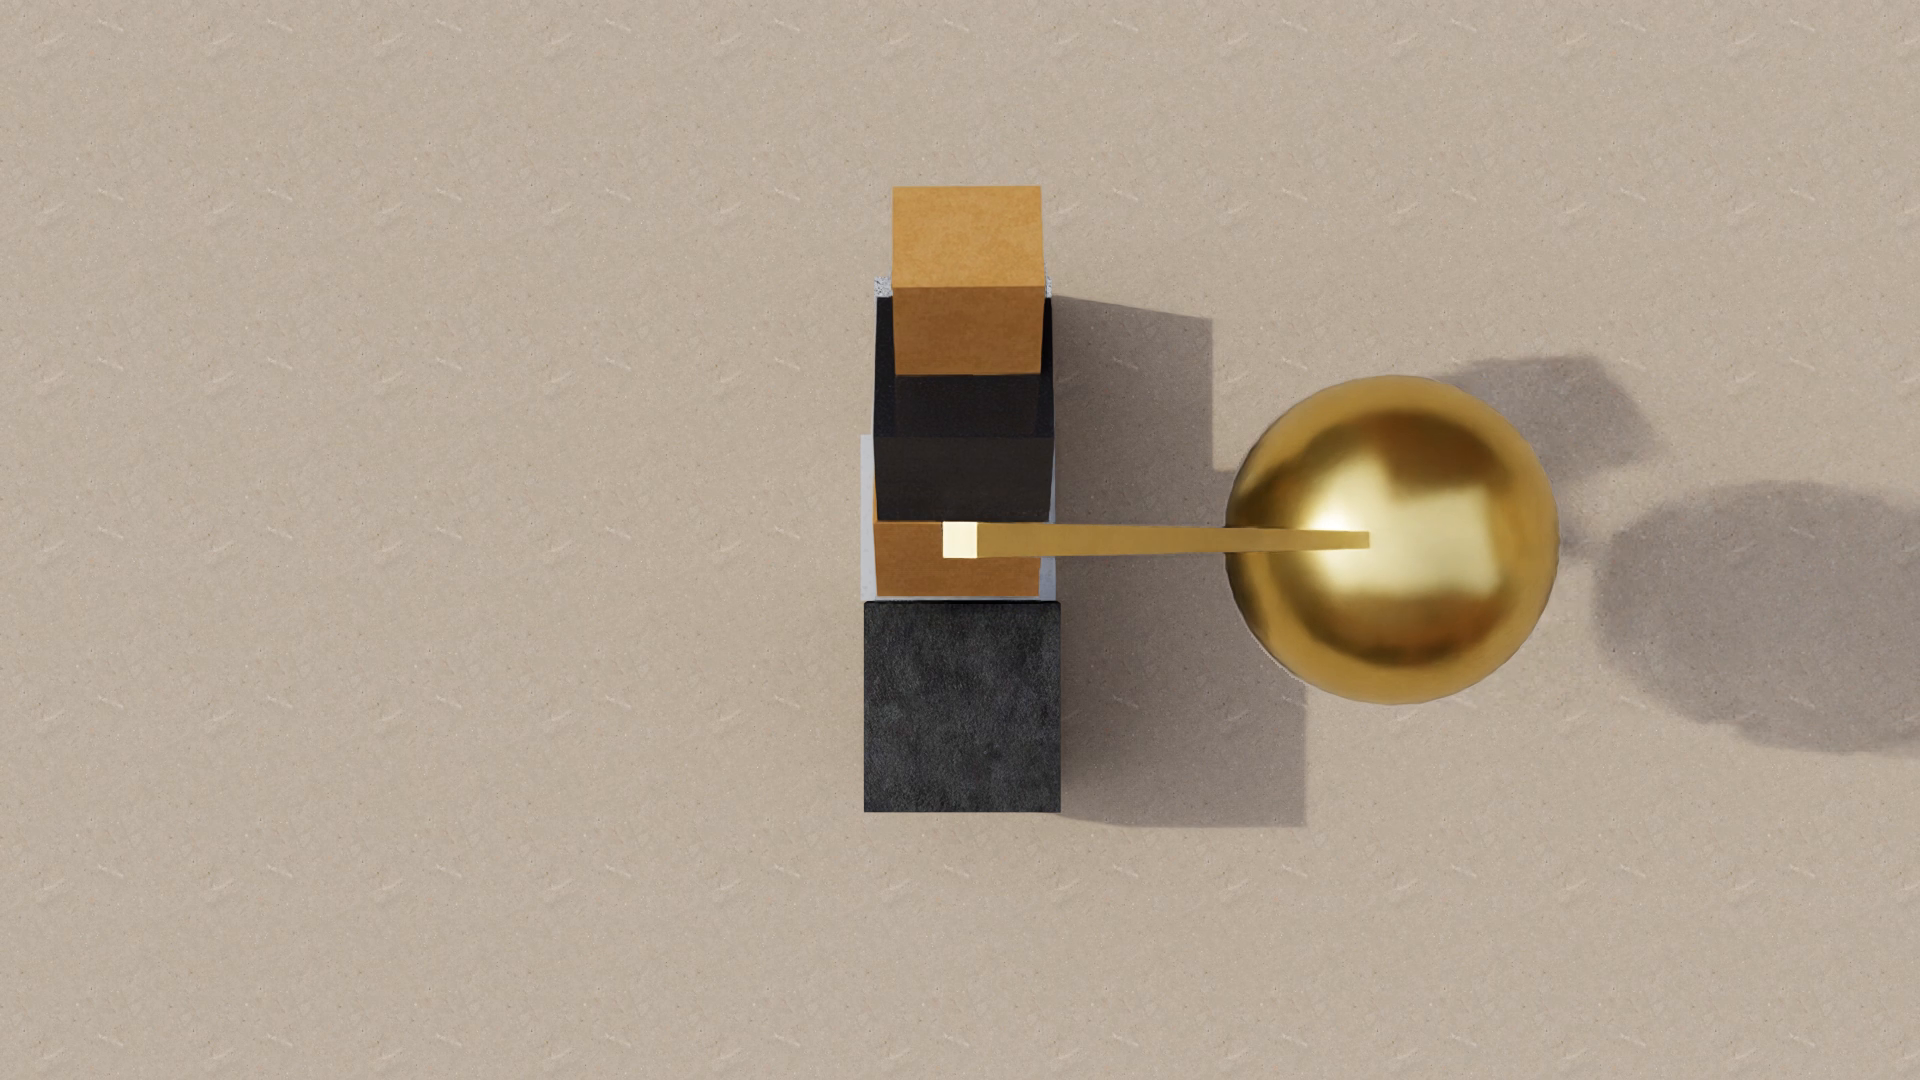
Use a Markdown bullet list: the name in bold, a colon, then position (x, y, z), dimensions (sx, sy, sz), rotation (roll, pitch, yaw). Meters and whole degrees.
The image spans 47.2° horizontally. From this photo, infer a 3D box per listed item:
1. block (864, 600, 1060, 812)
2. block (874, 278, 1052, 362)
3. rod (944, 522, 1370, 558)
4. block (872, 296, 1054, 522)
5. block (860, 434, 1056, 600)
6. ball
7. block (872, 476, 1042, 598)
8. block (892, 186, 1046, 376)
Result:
- **block**: position (0.012, 0.898, 12.380), dimensions (1.054, 1.239, 1.119), rotation (0, 90, 0)
- **block**: position (0.016, -1.018, 12.595), dimensions (0.982, 0.811, 0.879), rotation (0, 90, 0)
- **rod**: position (0.899, 0.000, 7.431), dimensions (0.080, 5.200, 0.080), rotation (0, 90, 20)
- **block**: position (0.018, -0.635, 10.771), dimensions (0.848, 0.729, 0.827), rotation (0, 58, 0)
- **block**: position (-0.010, -0.120, 12.448), dimensions (1.054, 1.104, 0.898), rotation (0, 90, 0)
- **ball**: position (2.074, 0.000, 10.622), dimensions (1.600, 1.600, 1.600), rotation (0, 90, 0)
- **block**: position (-0.011, -0.235, 11.379), dimensions (0.842, 0.718, 0.807), rotation (0, 58, 0)
- **block**: position (0.034, -1.213, 10.314), dimensions (0.688, 0.660, 0.594), rotation (-1, 58, 0)
